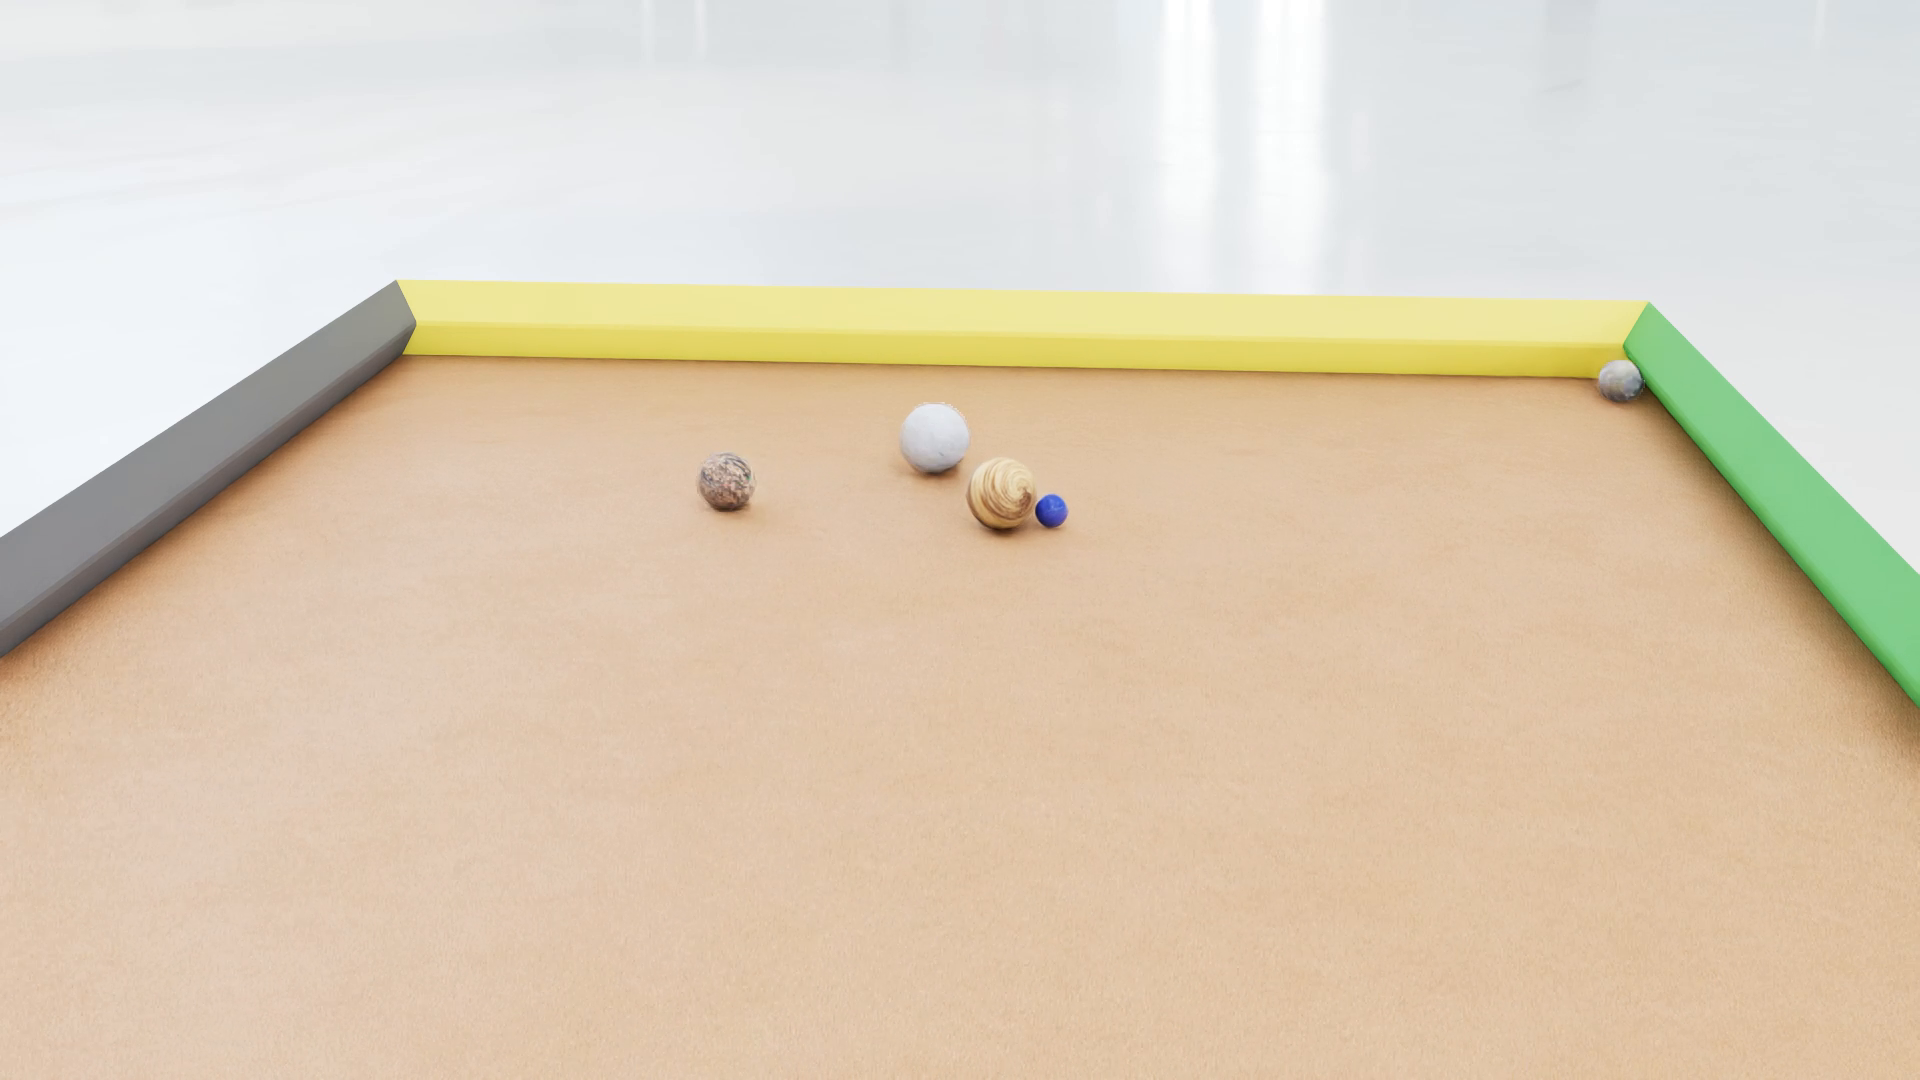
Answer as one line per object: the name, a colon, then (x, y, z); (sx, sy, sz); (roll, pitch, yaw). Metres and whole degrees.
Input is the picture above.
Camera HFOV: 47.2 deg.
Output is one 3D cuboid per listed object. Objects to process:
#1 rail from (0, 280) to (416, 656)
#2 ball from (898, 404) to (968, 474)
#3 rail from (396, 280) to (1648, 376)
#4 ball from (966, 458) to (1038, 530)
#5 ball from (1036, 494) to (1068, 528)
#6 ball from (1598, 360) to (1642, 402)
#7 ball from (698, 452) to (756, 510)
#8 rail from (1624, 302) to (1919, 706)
rail: (-1.082, 0.275, 1.785); (0.045, 0.126, 4.048); (1, 19, 4)
ball: (-0.036, -0.140, 3.054); (0.097, 0.097, 0.097); (0, 19, 0)
rail: (0.079, -0.342, 3.597); (2.056, 0.126, 0.045); (1, 19, 4)
ball: (0.053, -0.059, 2.823); (0.092, 0.092, 0.092); (0, 19, 0)
ball: (0.119, -0.037, 2.835); (0.043, 0.043, 0.043); (0, 19, 0)
ball: (1.026, -0.247, 3.416); (0.067, 0.067, 0.067); (0, 19, 0)
ball: (-0.307, -0.078, 2.902); (0.077, 0.077, 0.077); (0, 19, 0)
rail: (0.921, 0.327, 1.634); (0.045, 0.126, 4.048); (1, 19, 4)
